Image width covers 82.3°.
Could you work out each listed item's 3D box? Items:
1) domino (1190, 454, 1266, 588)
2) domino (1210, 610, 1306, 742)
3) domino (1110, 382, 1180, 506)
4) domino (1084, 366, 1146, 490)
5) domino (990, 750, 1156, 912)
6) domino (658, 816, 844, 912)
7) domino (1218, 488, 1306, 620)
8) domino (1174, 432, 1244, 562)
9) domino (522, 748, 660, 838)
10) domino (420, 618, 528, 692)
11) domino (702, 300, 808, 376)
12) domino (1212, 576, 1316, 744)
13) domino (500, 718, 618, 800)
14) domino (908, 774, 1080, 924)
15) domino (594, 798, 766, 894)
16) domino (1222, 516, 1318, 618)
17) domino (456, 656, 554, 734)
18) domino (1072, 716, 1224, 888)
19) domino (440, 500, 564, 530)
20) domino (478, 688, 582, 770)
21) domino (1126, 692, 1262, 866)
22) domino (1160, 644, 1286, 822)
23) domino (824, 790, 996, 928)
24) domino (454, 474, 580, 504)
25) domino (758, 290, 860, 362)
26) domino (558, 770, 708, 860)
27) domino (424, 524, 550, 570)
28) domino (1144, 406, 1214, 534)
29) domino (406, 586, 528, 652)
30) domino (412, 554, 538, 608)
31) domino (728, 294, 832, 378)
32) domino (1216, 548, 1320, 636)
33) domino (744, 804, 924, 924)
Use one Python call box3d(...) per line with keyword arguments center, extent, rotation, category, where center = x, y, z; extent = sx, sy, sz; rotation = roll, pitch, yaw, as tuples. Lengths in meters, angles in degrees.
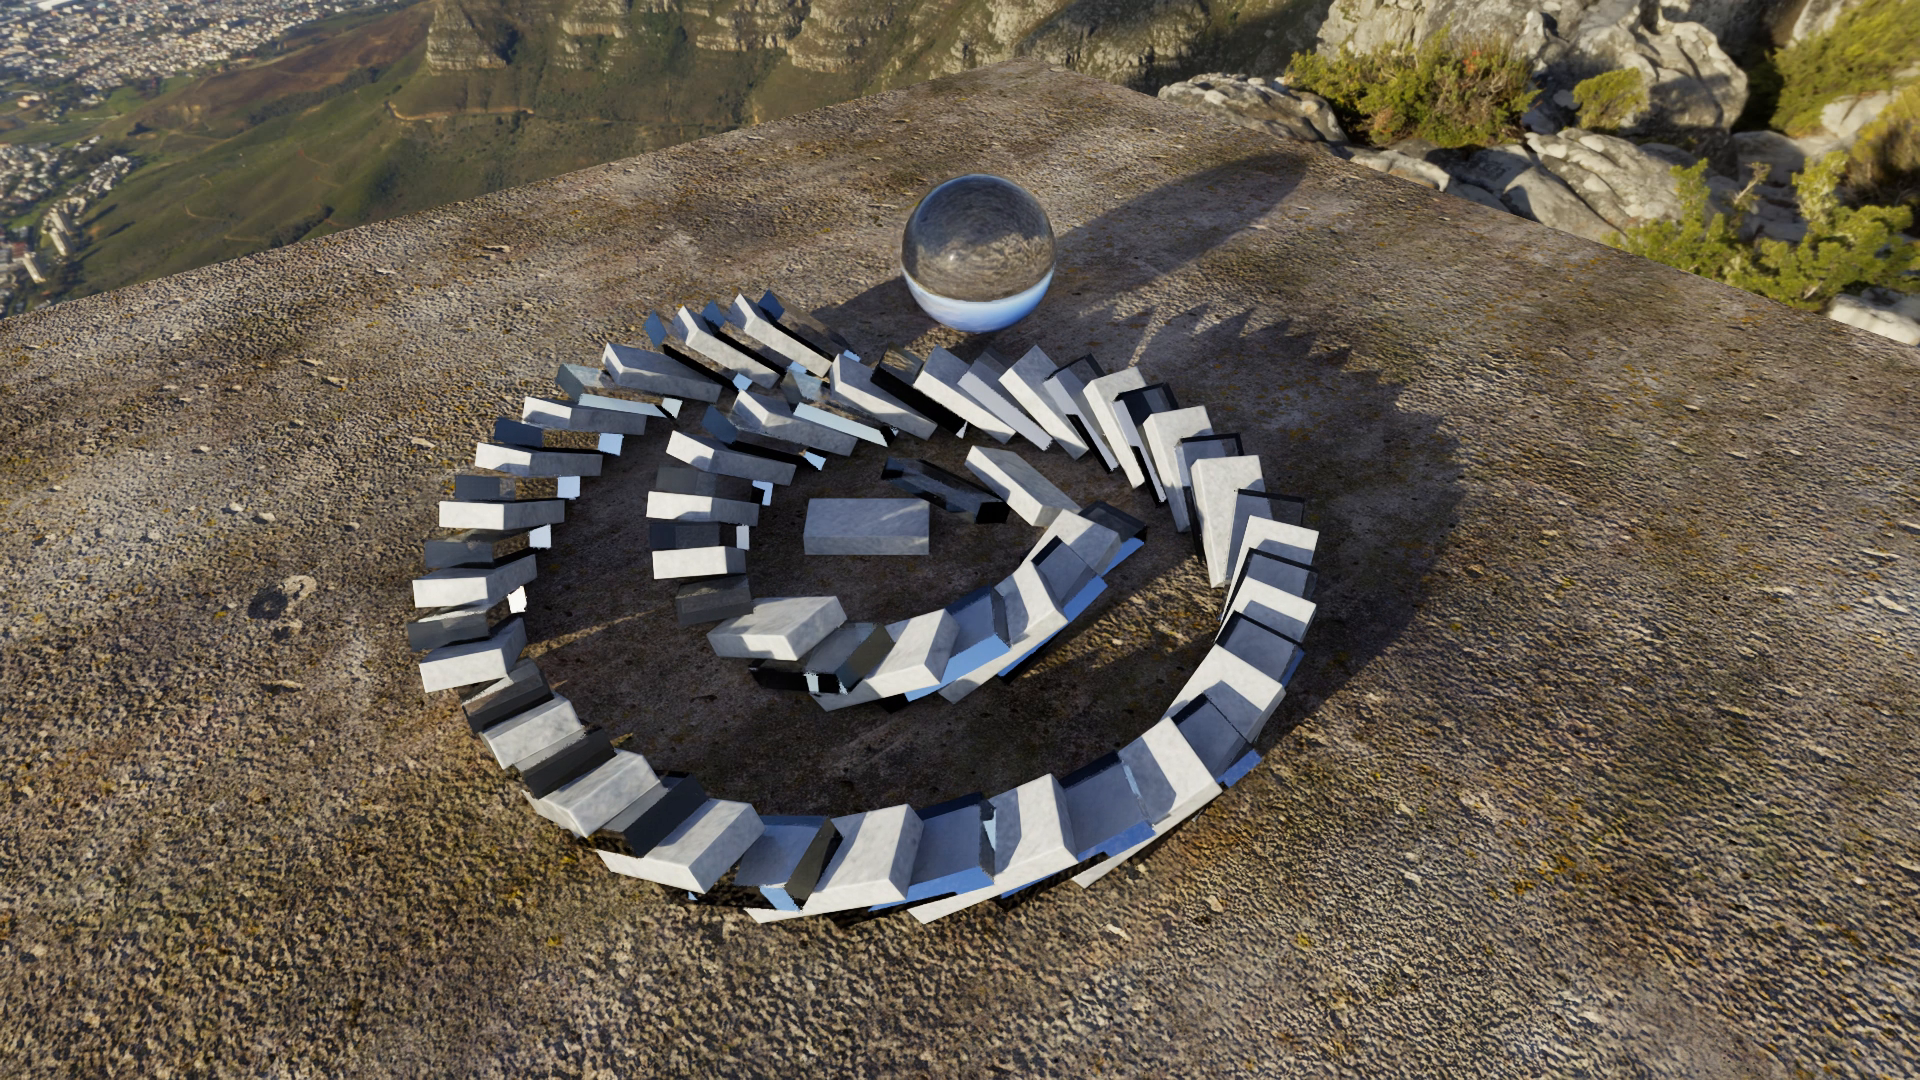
box3d(center=(0.108, -0.007, 0.431), extent=(0.025, 0.010, 0.050), rotation=(-4, 74, -7), category="domino")
box3d(center=(0.089, 0.051, 0.361), extent=(0.025, 0.009, 0.050), rotation=(28, 80, 29), category="domino")
box3d(center=(0.087, -0.042, 0.472), extent=(0.025, 0.009, 0.050), rotation=(-16, 76, -23), category="domino")
box3d(center=(0.077, -0.050, 0.483), extent=(0.025, 0.010, 0.050), rotation=(-20, 78, -25), category="domino")
box3d(center=(0.029, 0.085, 0.321), extent=(0.050, 0.010, 0.025), rotation=(-30, 42, 11), category="domino")
box3d(center=(-0.060, 0.092, 0.315), extent=(0.050, 0.010, 0.025), rotation=(-9, 31, 33), category="domino")
box3d(center=(0.114, 0.007, 0.415), extent=(0.025, 0.009, 0.050), rotation=(9, 73, 11), category="domino")
box3d(center=(0.105, -0.018, 0.445), extent=(0.025, 0.010, 0.050), rotation=(-6, 73, -7), category="domino")
box3d(center=(-0.112, 0.074, 0.331), extent=(0.025, 0.009, 0.050), rotation=(-37, 17, -32), category="domino")
box3d(center=(-0.166, 0.039, 0.377), extent=(0.025, 0.009, 0.050), rotation=(-11, 10, -13), category="domino")
box3d(center=(-0.100, -0.096, 0.536), extent=(0.050, 0.009, 0.025), rotation=(28, 18, -42), category="domino")
box3d(center=(0.099, 0.040, 0.373), extent=(0.025, 0.010, 0.050), rotation=(24, 78, 24), category="domino")
box3d(center=(-0.127, 0.066, 0.342), extent=(0.025, 0.010, 0.050), rotation=(-29, 13, -30), category="domino")
box3d(center=(0.008, 0.089, 0.317), extent=(0.050, 0.009, 0.025), rotation=(-26, 37, 15), category="domino")
box3d(center=(-0.082, 0.087, 0.319), extent=(0.050, 0.009, 0.025), rotation=(-7, 28, 43), category="domino")
box3d(center=(0.112, 0.018, 0.400), extent=(0.025, 0.010, 0.050), rotation=(15, 75, 16), category="domino")
box3d(center=(-0.150, 0.050, 0.361), extent=(0.025, 0.009, 0.050), rotation=(-24, 11, -24), category="domino")
box3d(center=(0.050, 0.078, 0.328), extent=(0.050, 0.010, 0.025), rotation=(-37, 47, 5), category="domino")
box3d(center=(-0.180, -0.011, 0.435), extent=(0.025, 0.010, 0.050), rotation=(3, 5, 5), category="domino")
box3d(center=(-0.139, 0.058, 0.350), extent=(0.025, 0.010, 0.050), rotation=(-28, 12, -27), category="domino")
box3d(center=(0.064, 0.073, 0.335), extent=(0.050, 0.010, 0.025), rotation=(-40, 47, 1), category="domino")
box3d(center=(0.078, 0.061, 0.349), extent=(0.025, 0.009, 0.050), rotation=(34, 83, 33), category="domino")
box3d(center=(-0.014, 0.091, 0.314), extent=(0.050, 0.009, 0.025), rotation=(-22, 35, 19), category="domino")
box3d(center=(-0.179, -0.021, 0.448), extent=(0.025, 0.009, 0.050), rotation=(4, 5, 9), category="domino")
box3d(center=(-0.074, -0.103, 0.544), extent=(0.050, 0.009, 0.025), rotation=(27, 18, -43), category="domino")
box3d(center=(-0.098, 0.080, 0.325), extent=(0.050, 0.010, 0.025), rotation=(-11, 23, 49), category="domino")
box3d(center=(-0.180, 0.002, 0.422), extent=(0.025, 0.009, 0.050), rotation=(2, 9, 3), category="domino")
box3d(center=(0.097, -0.030, 0.459), extent=(0.025, 0.010, 0.050), rotation=(-11, 74, -15), category="domino")
box3d(center=(-0.173, 0.027, 0.390), extent=(0.025, 0.010, 0.050), rotation=(-8, 9, -6), category="domino")
box3d(center=(-0.178, 0.014, 0.406), extent=(0.025, 0.010, 0.050), rotation=(-2, 9, -2), category="domino")
box3d(center=(-0.088, -0.100, 0.540), extent=(0.050, 0.010, 0.025), rotation=(27, 18, -43), category="domino")
box3d(center=(0.106, 0.030, 0.386), extent=(0.025, 0.010, 0.050), rotation=(19, 76, 21), category="domino")
box3d(center=(-0.036, 0.092, 0.313), extent=(0.050, 0.010, 0.025), rotation=(-17, 33, 24), category="domino")
